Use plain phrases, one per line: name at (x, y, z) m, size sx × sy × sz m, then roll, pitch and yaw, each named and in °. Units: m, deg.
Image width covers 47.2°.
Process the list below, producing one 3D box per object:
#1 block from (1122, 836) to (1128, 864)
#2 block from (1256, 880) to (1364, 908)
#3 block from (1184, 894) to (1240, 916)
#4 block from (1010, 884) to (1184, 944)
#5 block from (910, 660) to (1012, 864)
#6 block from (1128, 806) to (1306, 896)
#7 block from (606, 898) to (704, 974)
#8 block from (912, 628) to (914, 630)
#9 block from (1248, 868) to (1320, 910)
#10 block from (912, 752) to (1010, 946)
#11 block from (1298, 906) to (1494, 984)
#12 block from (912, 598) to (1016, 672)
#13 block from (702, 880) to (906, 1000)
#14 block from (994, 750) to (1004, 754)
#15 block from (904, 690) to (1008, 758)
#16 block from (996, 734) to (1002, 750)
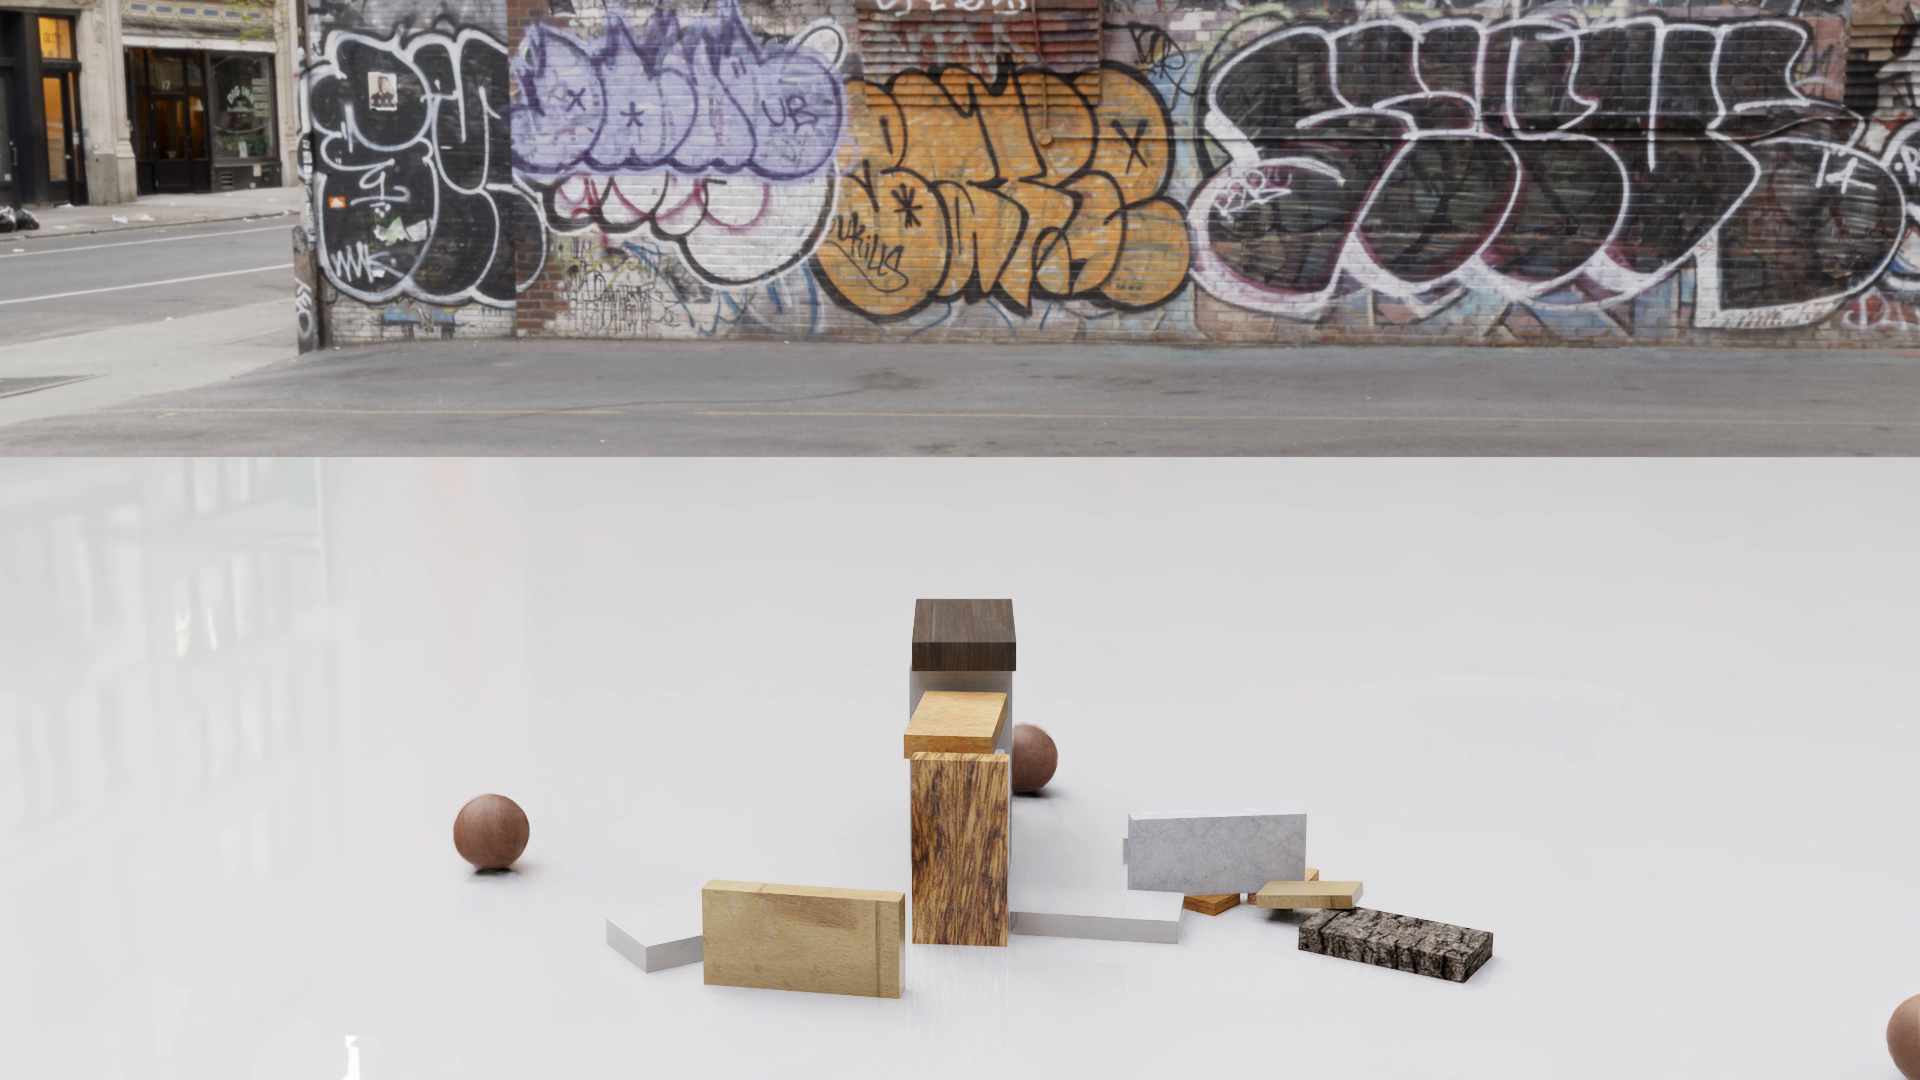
block at (0.328, 0.537, 3.826) m, size 0.092 × 0.046 × 0.013 m, roll -1°, pitch 11°, yaw -7°
block at (0.562, 0.570, 3.535) m, size 0.156 × 0.022 × 0.078 m, roll -4°, pitch 7°, yaw 23°
block at (0.376, 0.584, 3.638) m, size 0.156 × 0.022 × 0.078 m, roll 9°, pitch 14°, yaw 39°
block at (0.222, 0.598, 3.523) m, size 0.265 × 0.038 × 0.133 m, roll 2°, pitch 11°, yaw 10°
block at (0.002, 0.384, 3.810) m, size 0.176 × 0.353 × 0.050 m, roll 0°, pitch 11°, yaw 0°
block at (0.421, 0.512, 3.607) m, size 0.289 × 0.133 × 0.038 m, roll -1°, pitch 11°, yaw -6°
block at (-0.387, 0.608, 3.458) m, size 0.299 × 0.042 × 0.149 m, roll -7°, pitch 12°, yaw -32°
block at (0.002, 0.341, 4.042) m, size 0.176 × 0.353 × 0.050 m, roll 0°, pitch 10°, yaw 0°
block at (0.540, 0.578, 3.671) m, size 0.078 × 0.022 × 0.156 m, roll 5°, pitch 12°, yaw 24°
block at (0.001, 0.482, 3.430) m, size 0.149 × 0.299 × 0.042 m, roll 1°, pitch 11°, yaw 5°
block at (0.673, 0.621, 3.402) m, size 0.266 × 0.038 × 0.133 m, roll 6°, pitch 12°, yaw 31°
block at (0.007, 0.165, 3.887) m, size 0.176 × 0.050 × 0.353 m, roll 0°, pitch 11°, yaw 0°
block at (-0.231, 0.590, 3.258) m, size 0.299 × 0.149 × 0.042 m, roll 2°, pitch 11°, yaw 11°
block at (0.001, 0.475, 3.526) m, size 0.139 × 0.278 × 0.039 m, roll 0°, pitch 11°, yaw 0°
block at (-0.004, 0.302, 3.591) m, size 0.139 × 0.039 × 0.278 m, roll 1°, pitch 11°, yaw 6°
block at (0.002, 0.441, 3.708) m, size 0.139 × 0.278 × 0.039 m, roll 0°, pitch 10°, yaw 0°
